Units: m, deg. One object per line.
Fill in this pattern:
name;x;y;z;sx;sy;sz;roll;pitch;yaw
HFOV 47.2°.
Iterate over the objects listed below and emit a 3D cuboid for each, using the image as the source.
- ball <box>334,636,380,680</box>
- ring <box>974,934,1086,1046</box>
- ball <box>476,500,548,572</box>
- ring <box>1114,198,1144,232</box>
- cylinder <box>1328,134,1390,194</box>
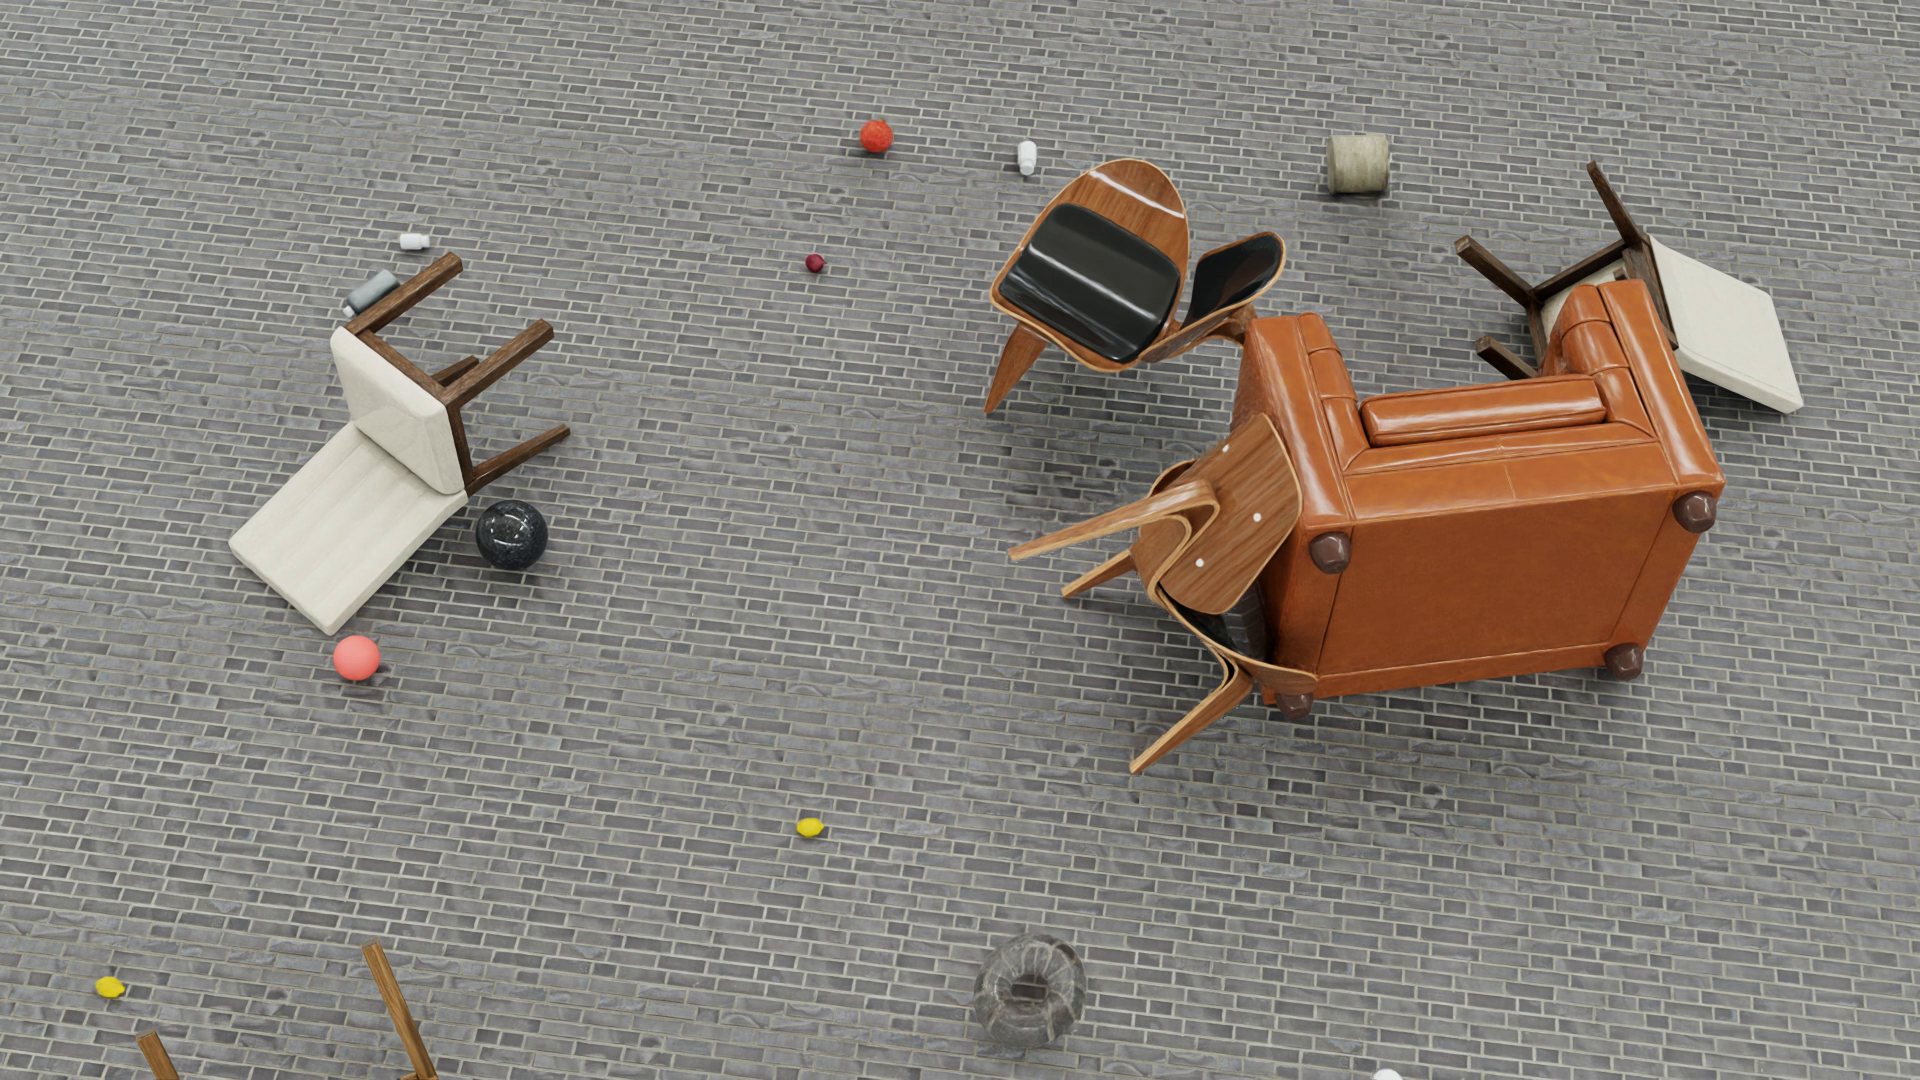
ball;-1.720;0.336;6.270;0.130;0.130;0.130;0;56;0
ring;0.182;1.167;5.705;0.280;0.145;0.314;36;65;20
ball;-1.315;-0.014;6.456;0.212;0.212;0.212;0;56;0
ring;0.560;-1.071;7.258;0.098;0.059;0.124;2;55;4
cylinder;1.324;-1.250;7.317;0.180;0.186;0.122;-3;12;-2
